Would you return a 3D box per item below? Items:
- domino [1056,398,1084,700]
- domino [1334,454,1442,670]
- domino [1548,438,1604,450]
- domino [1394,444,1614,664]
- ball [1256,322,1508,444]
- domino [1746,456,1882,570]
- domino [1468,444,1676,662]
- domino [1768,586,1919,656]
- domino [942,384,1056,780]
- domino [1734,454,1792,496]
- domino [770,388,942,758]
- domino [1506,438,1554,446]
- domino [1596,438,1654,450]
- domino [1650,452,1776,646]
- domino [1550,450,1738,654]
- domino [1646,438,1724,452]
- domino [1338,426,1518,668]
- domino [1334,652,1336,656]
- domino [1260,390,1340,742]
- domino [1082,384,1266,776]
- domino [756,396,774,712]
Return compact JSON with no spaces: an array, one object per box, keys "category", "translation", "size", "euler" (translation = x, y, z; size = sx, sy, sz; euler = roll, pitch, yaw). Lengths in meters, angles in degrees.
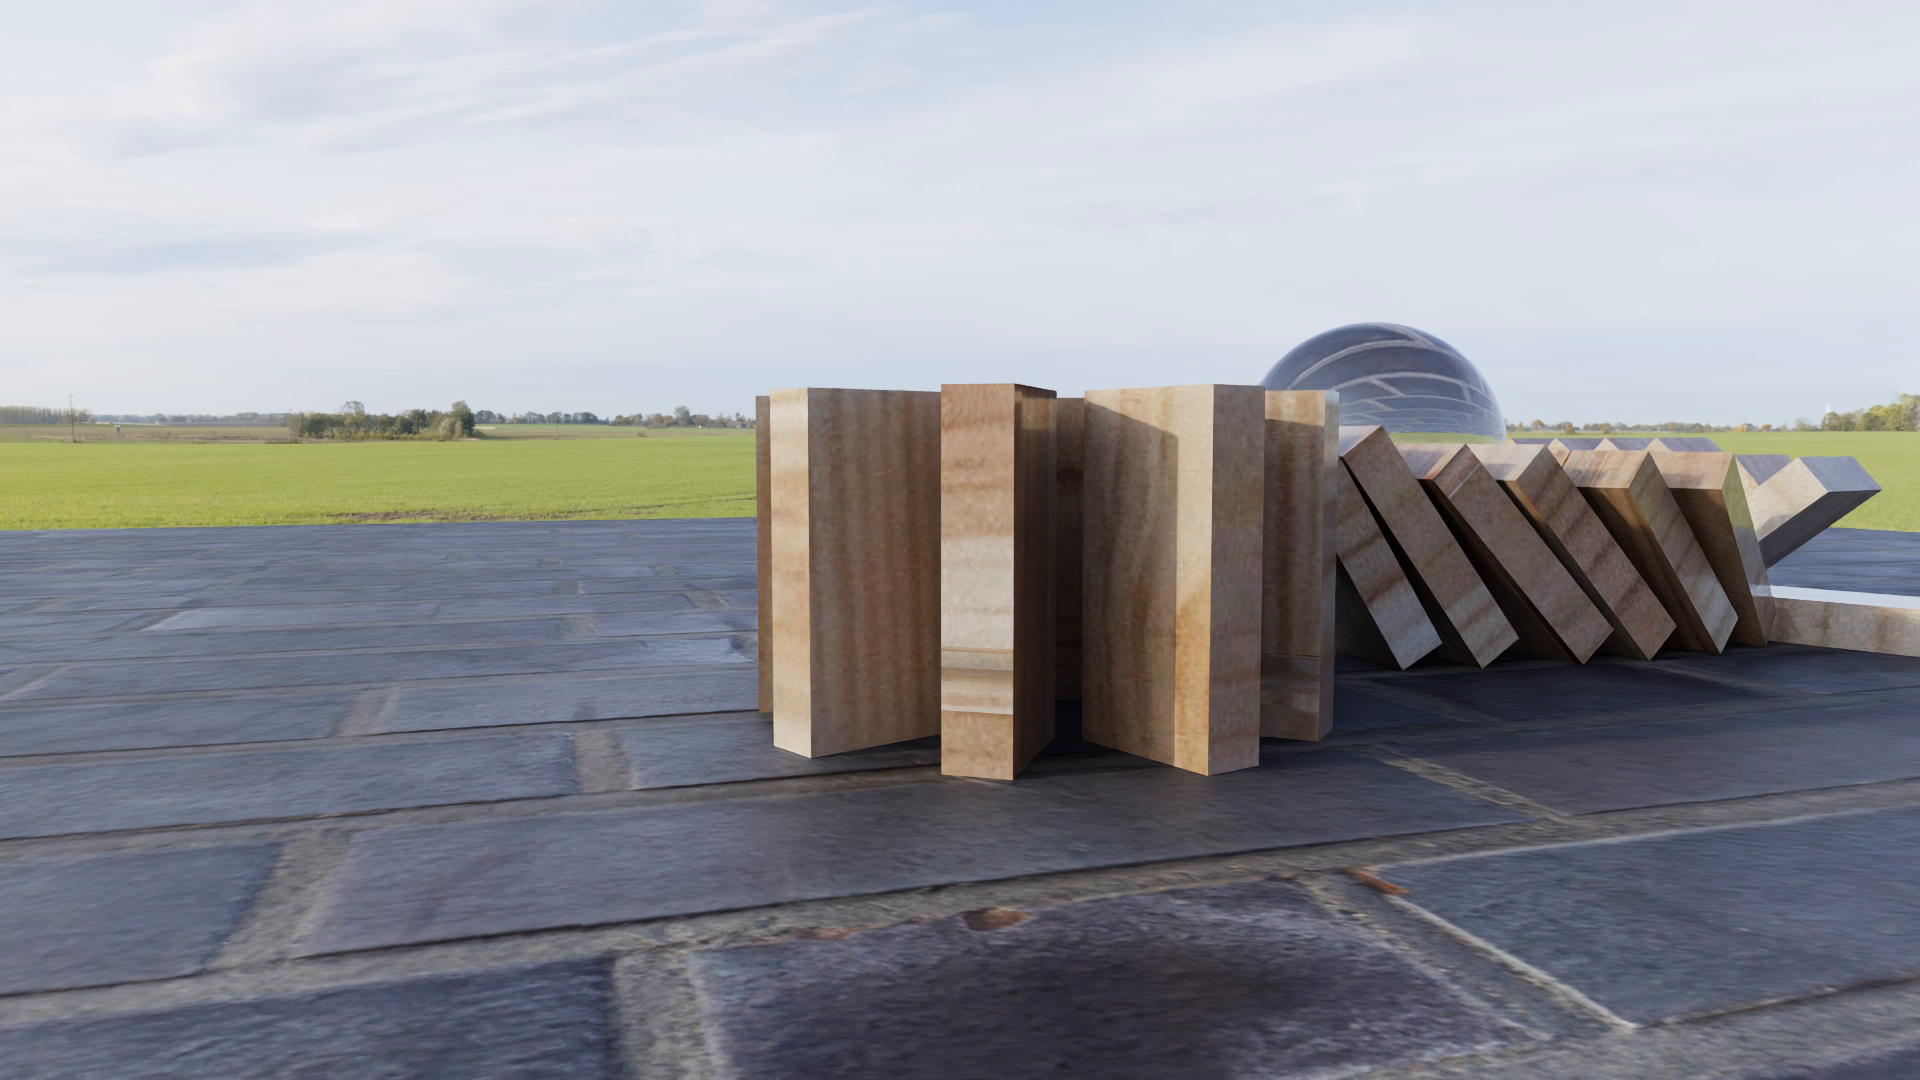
[{"category":"domino","translation":[0.017,0.001,0.224],"size":[0.009,0.050,0.025],"euler":[-1,4,-10]},{"category":"domino","translation":[0.072,0.000,0.249],"size":[0.010,0.050,0.025],"euler":[-33,9,-7]},{"category":"domino","translation":[0.154,-0.005,0.344],"size":[0.025,0.050,0.009],"euler":[-3,46,-35]},{"category":"domino","translation":[0.103,0.002,0.254],"size":[0.009,0.050,0.025],"euler":[-46,14,-8]},{"category":"ball","translation":[0.127,-0.027,0.399],"size":[0.080,0.080,0.080],"euler":[0,4,0]},{"category":"domino","translation":[0.181,0.001,0.296],"size":[0.025,0.010,0.050],"euler":[-3,-35,-32]},{"category":"domino","translation":[0.118,0.002,0.257],"size":[0.010,0.050,0.025],"euler":[-47,18,-11]},{"category":"domino","translation":[0.191,0.017,0.278],"size":[0.025,0.009,0.050],"euler":[-3,5,-38]},{"category":"domino","translation":[0.006,0.004,0.174],"size":[0.010,0.050,0.025],"euler":[1,4,16]},{"category":"domino","translation":[0.175,-0.001,0.309],"size":[0.025,0.009,0.050],"euler":[-2,-36,-33]},{"category":"domino","translation":[-0.014,0.004,0.184],"size":[0.025,0.050,0.009],"euler":[-4,6,-40]},{"category":"domino","translation":[0.147,-0.006,0.354],"size":[0.025,0.050,0.009],"euler":[-3,46,-35]},{"category":"domino","translation":[0.161,-0.005,0.334],"size":[0.025,0.050,0.009],"euler":[-3,46,-35]},{"category":"domino","translation":[0.150,0.002,0.267],"size":[0.025,0.009,0.050],"euler":[5,-36,46]},{"category":"domino","translation":[0.135,0.002,0.261],"size":[0.050,0.010,0.025],"euler":[47,-21,-27]},{"category":"domino","translation":[0.168,-0.004,0.323],"size":[0.025,0.050,0.010],"euler":[-3,46,-35]},{"category":"domino","translation":[0.086,0.001,0.251],"size":[0.009,0.050,0.025],"euler":[-37,10,-7]},{"category":"domino","translation":[0.055,-0.001,0.247],"size":[0.010,0.050,0.025],"euler":[-20,8,-9]},{"category":"domino","translation":[0.042,0.003,0.191],"size":[0.025,0.050,0.010],"euler":[2,5,28]},{"category":"domino","translation":[0.029,0.004,0.176],"size":[0.009,0.050,0.025],"euler":[-3,5,-35]},{"category":"domino","translation":[-0.020,0.002,0.208],"size":[0.025,0.050,0.010],"euler":[-1,4,-8]}]
